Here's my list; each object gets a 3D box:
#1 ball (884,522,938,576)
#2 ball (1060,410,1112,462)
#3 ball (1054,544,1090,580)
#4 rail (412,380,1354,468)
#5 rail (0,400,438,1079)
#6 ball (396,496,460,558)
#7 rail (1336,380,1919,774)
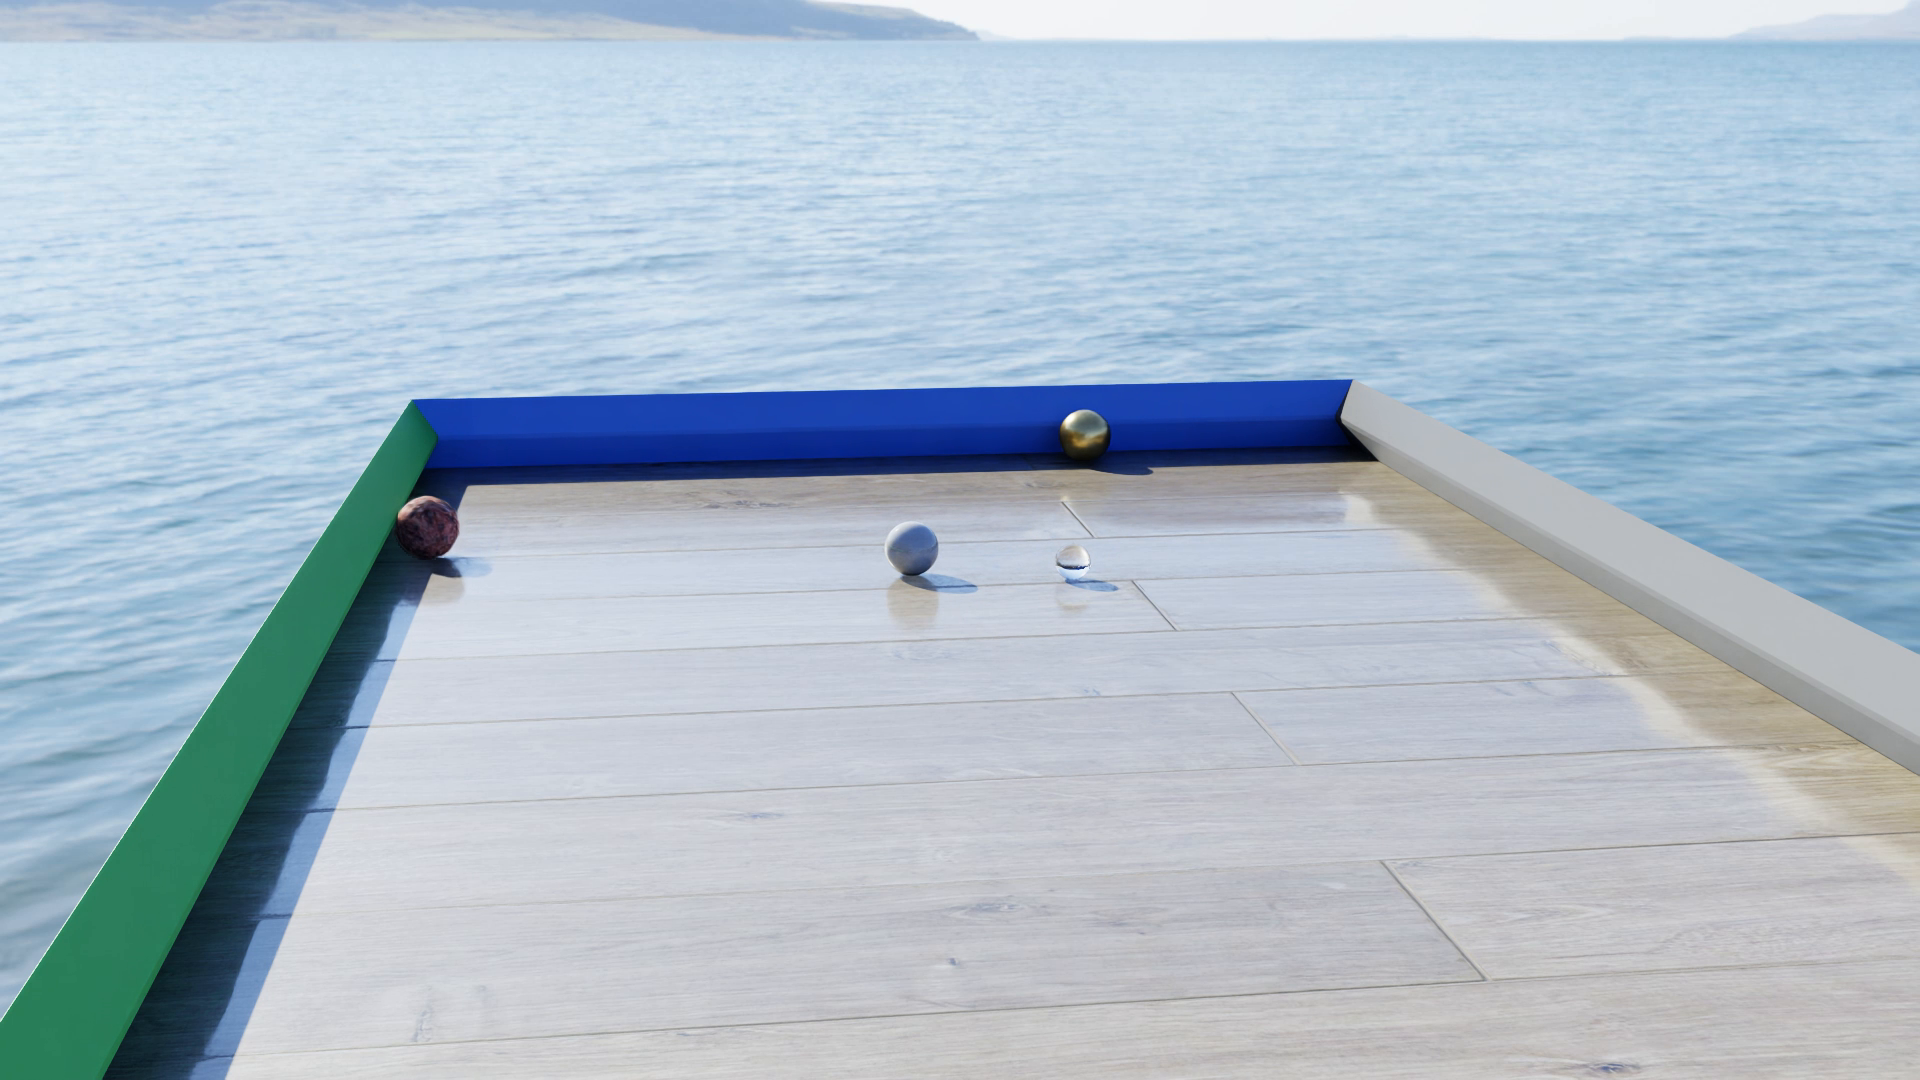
[{"bbox_3d":[-0.063,0.011,2.864,0.071,0.071,0.071,0,13,0],"label":"ball"},{"bbox_3d":[0.207,-0.173,3.634,0.086,0.086,0.086,0,13,0],"label":"ball"},{"bbox_3d":[0.146,0.028,2.844,0.047,0.047,0.047,0,13,0],"label":"ball"},{"bbox_3d":[-0.104,-0.191,3.652,1.580,0.112,0.045,-2,13,-8],"label":"rail"},{"bbox_3d":[-0.652,0.175,2.051,0.045,0.112,3.154,-2,13,-8],"label":"rail"},{"bbox_3d":[-0.716,-0.017,2.959,0.084,0.084,0.084,0,13,0],"label":"ball"},{"bbox_3d":[0.866,0.129,2.254,0.045,0.112,3.154,-2,13,-8],"label":"rail"}]
